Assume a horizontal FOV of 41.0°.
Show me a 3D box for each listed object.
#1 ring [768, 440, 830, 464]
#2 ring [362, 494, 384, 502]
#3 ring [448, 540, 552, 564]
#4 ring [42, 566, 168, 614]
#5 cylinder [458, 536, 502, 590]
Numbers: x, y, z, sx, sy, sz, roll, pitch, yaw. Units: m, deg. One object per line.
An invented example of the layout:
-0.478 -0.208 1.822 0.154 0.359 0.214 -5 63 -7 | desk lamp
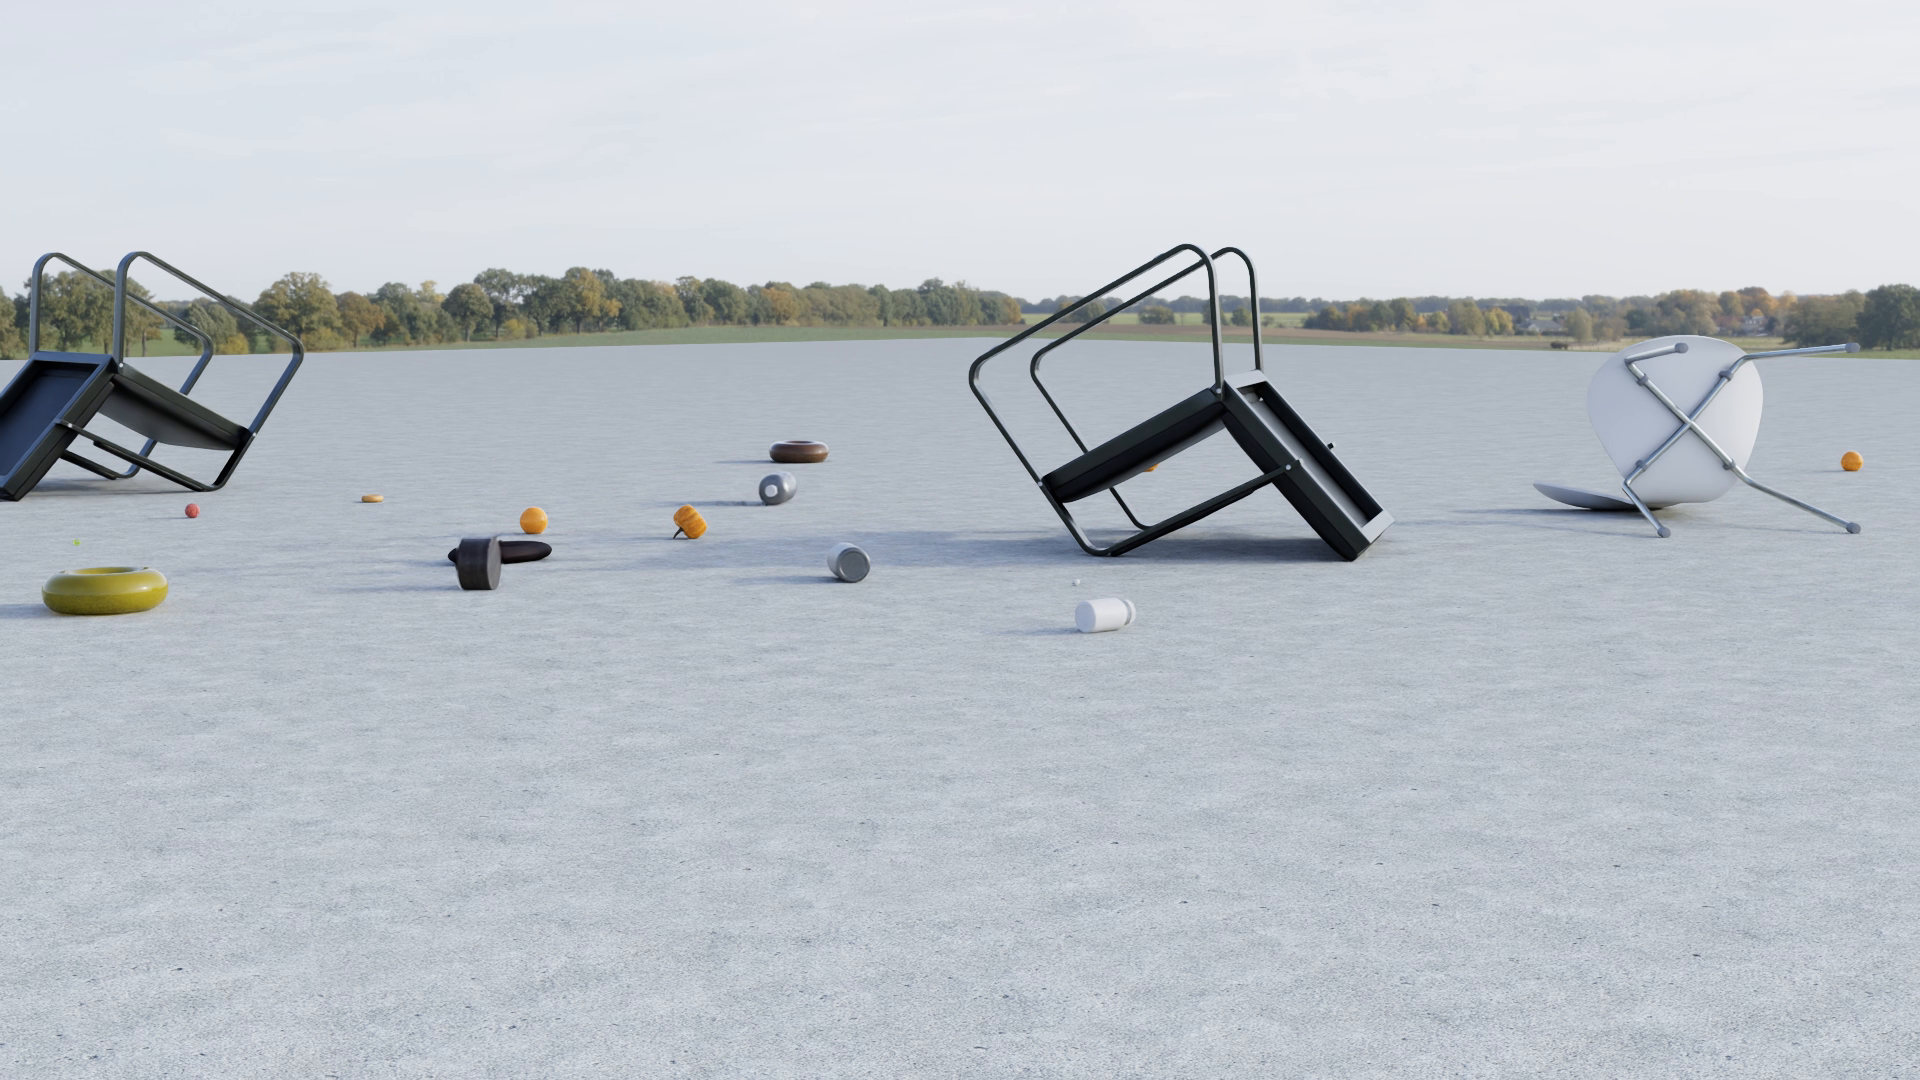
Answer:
-0.572 -0.313 9.111 0.215 0.071 0.214 1 7 1 | ring
-1.717 -0.121 7.493 0.061 0.021 0.068 4 6 30 | ring
-1.063 0.030 5.935 0.152 0.040 0.285 6 8 39 | ring
-1.689 0.099 5.072 0.240 0.080 0.242 -1 5 0 | ring
-1.010 0.048 5.393 0.063 0.113 0.111 1 33 5 | cylinder
